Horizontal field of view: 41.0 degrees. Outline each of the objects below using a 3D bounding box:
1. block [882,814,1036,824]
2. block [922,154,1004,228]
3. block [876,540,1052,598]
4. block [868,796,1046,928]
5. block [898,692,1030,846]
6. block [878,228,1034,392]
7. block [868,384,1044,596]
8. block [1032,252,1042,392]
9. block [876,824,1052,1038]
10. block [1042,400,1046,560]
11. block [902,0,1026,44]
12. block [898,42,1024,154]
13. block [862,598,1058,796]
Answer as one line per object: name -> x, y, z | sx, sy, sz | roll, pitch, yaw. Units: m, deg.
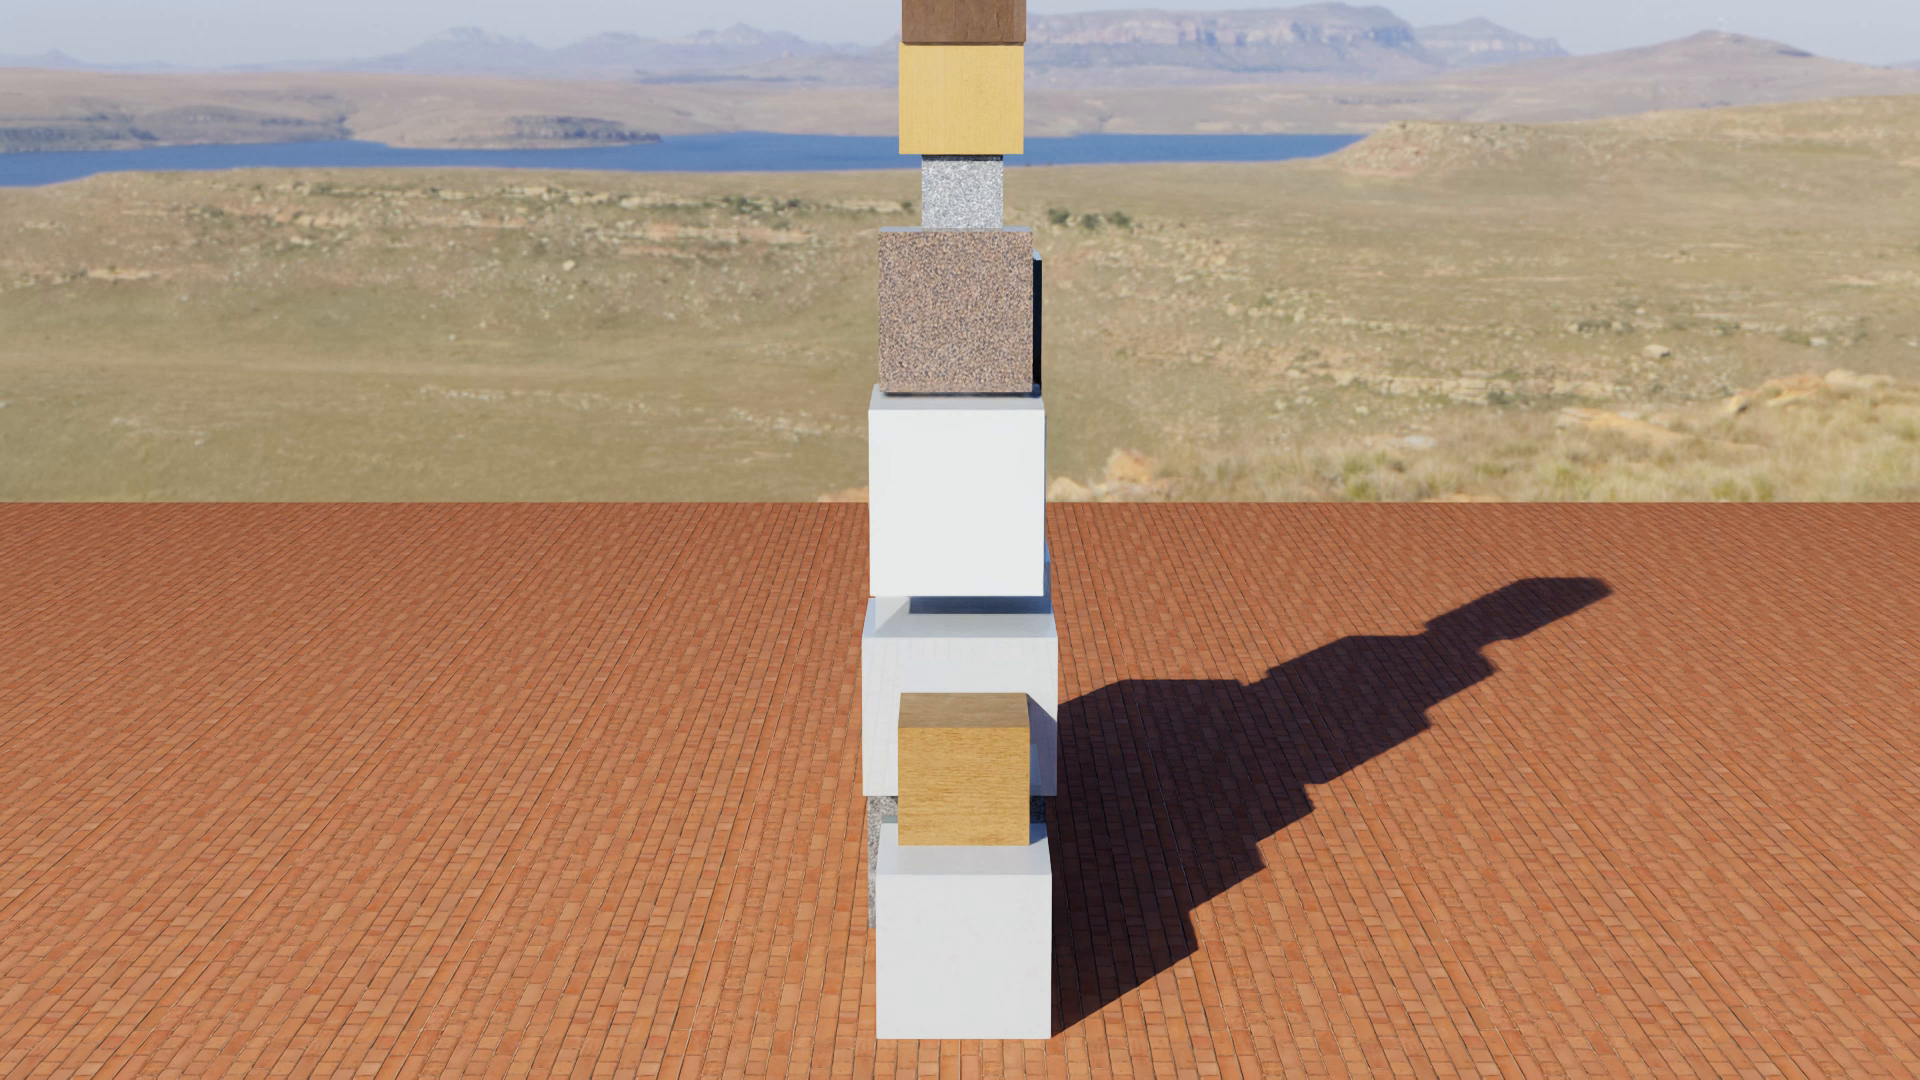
block -> -0.003, 1.426, 10.344 | 0.634, 0.493, 0.570 | 0, 10, 0
block -> 0.010, -1.483, 10.904 | 0.339, 0.309, 0.386 | 0, 8, 0
block -> 0.013, 0.422, 11.320 | 0.747, 0.795, 0.707 | 0, 10, 0
block -> -0.013, 1.218, 11.019 | 0.736, 0.662, 0.814 | 0, 10, 0
block -> 0.014, 0.880, 9.932 | 0.495, 0.460, 0.556 | 0, 10, 0
block -> -0.017, -0.968, 10.687 | 0.623, 0.646, 0.640 | 0, 8, 0
block -> -0.014, -0.216, 10.559 | 0.696, 0.757, 0.642 | 0, 13, 0
block -> 0.017, -0.943, 11.339 | 0.669, 0.627, 0.571 | 0, 10, 0
block -> 0.014, 1.471, 9.721 | 0.641, 0.628, 0.653 | 0, 10, 0
block -> 0.015, -0.286, 11.234 | 0.702, 0.629, 0.659 | 0, 10, 0
block -> 0.017, -2.344, 10.777 | 0.512, 0.518, 0.534 | 0, 8, 0
block -> 0.005, -1.862, 10.848 | 0.514, 0.457, 0.480 | 0, 8, 0
block -> -0.001, 0.632, 10.584 | 0.774, 0.646, 0.796 | 0, 10, 0
